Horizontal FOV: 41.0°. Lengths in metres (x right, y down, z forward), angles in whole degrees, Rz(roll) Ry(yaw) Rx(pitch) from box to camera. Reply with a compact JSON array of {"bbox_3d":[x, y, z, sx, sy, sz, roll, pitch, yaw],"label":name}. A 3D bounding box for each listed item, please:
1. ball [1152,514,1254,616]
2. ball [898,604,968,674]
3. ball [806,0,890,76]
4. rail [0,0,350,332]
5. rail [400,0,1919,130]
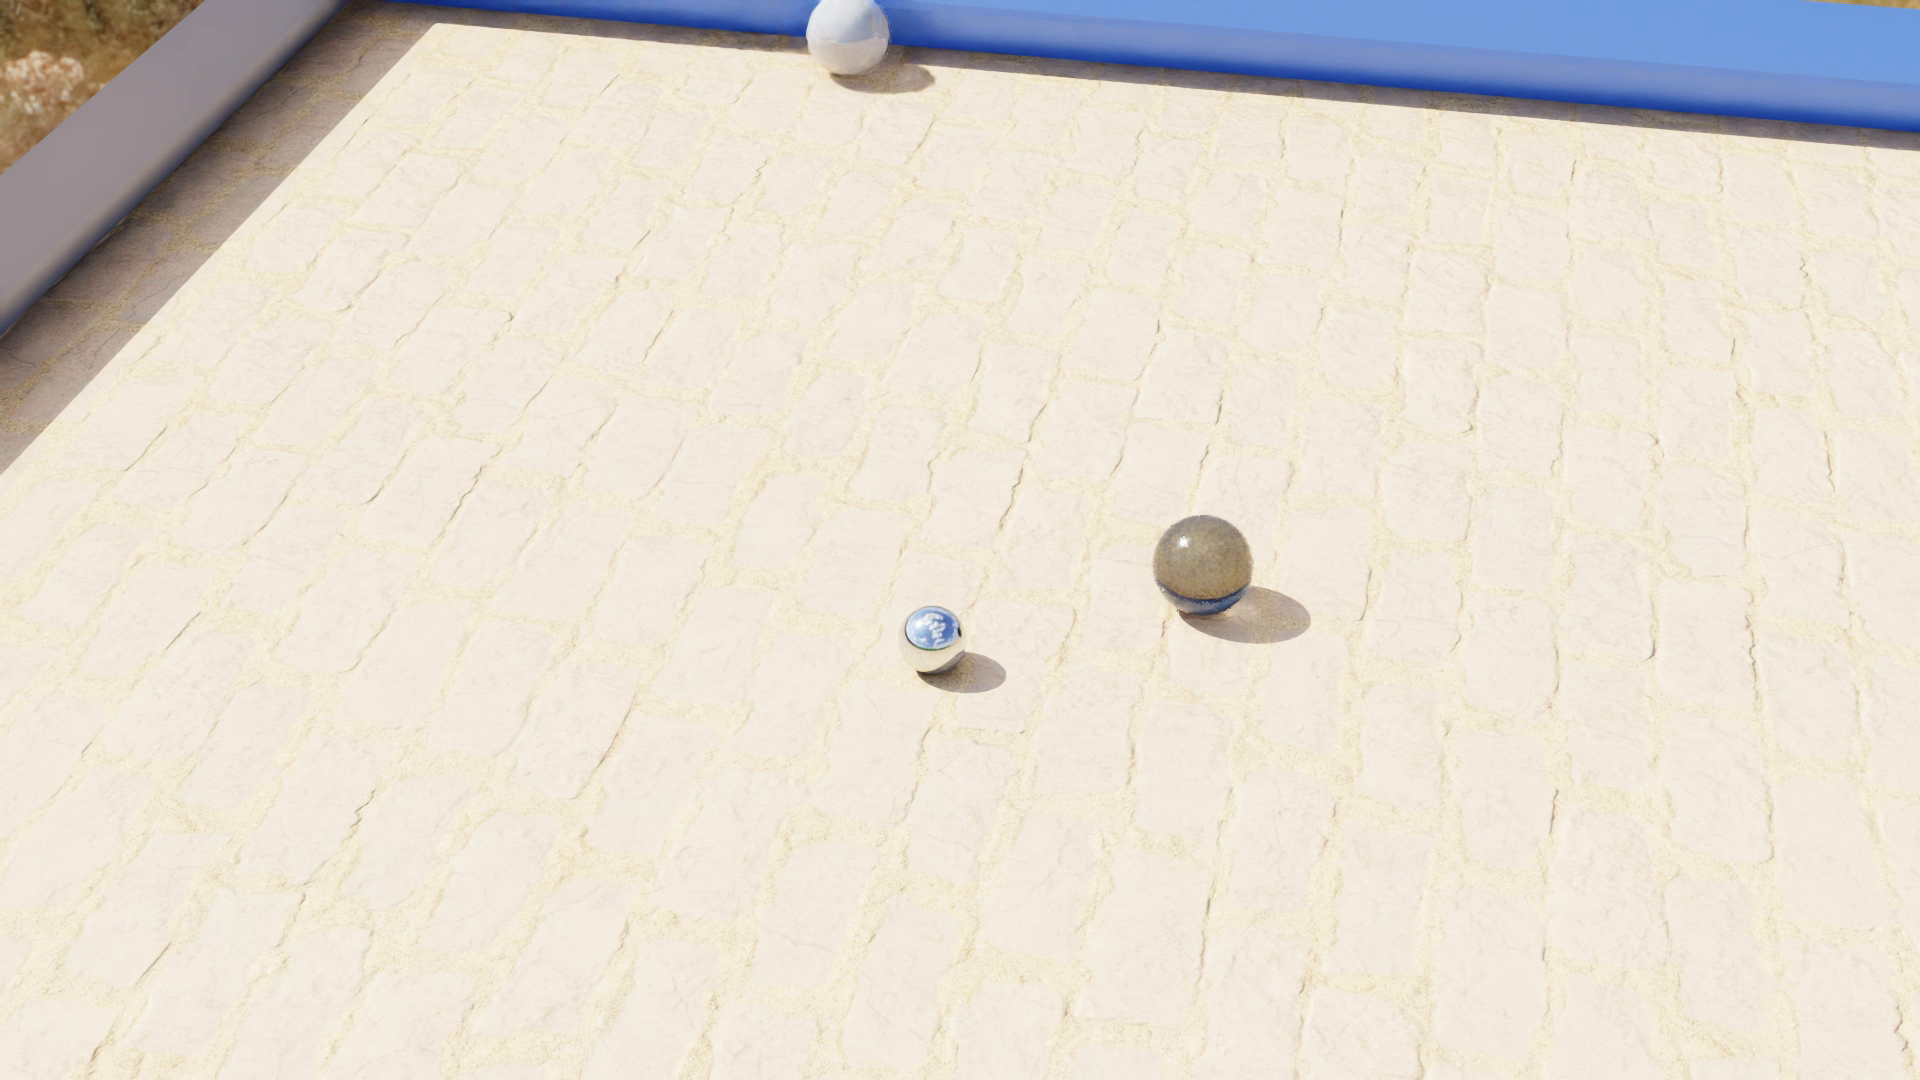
[{"bbox_3d":[0.181,0.018,1.910,0.075,0.075,0.075,0,34,0],"label":"ball"},{"bbox_3d":[-0.020,0.072,1.854,0.050,0.050,0.050,0,34,0],"label":"ball"},{"bbox_3d":[-0.119,-0.534,2.712,0.088,0.088,0.088,0,34,0],"label":"ball"},{"bbox_3d":[-0.869,-0.126,2.074,0.045,0.128,1.964,7,35,10],"label":"rail"},{"bbox_3d":[1.090,-0.444,2.542,3.646,0.128,0.045,7,35,10],"label":"rail"}]
